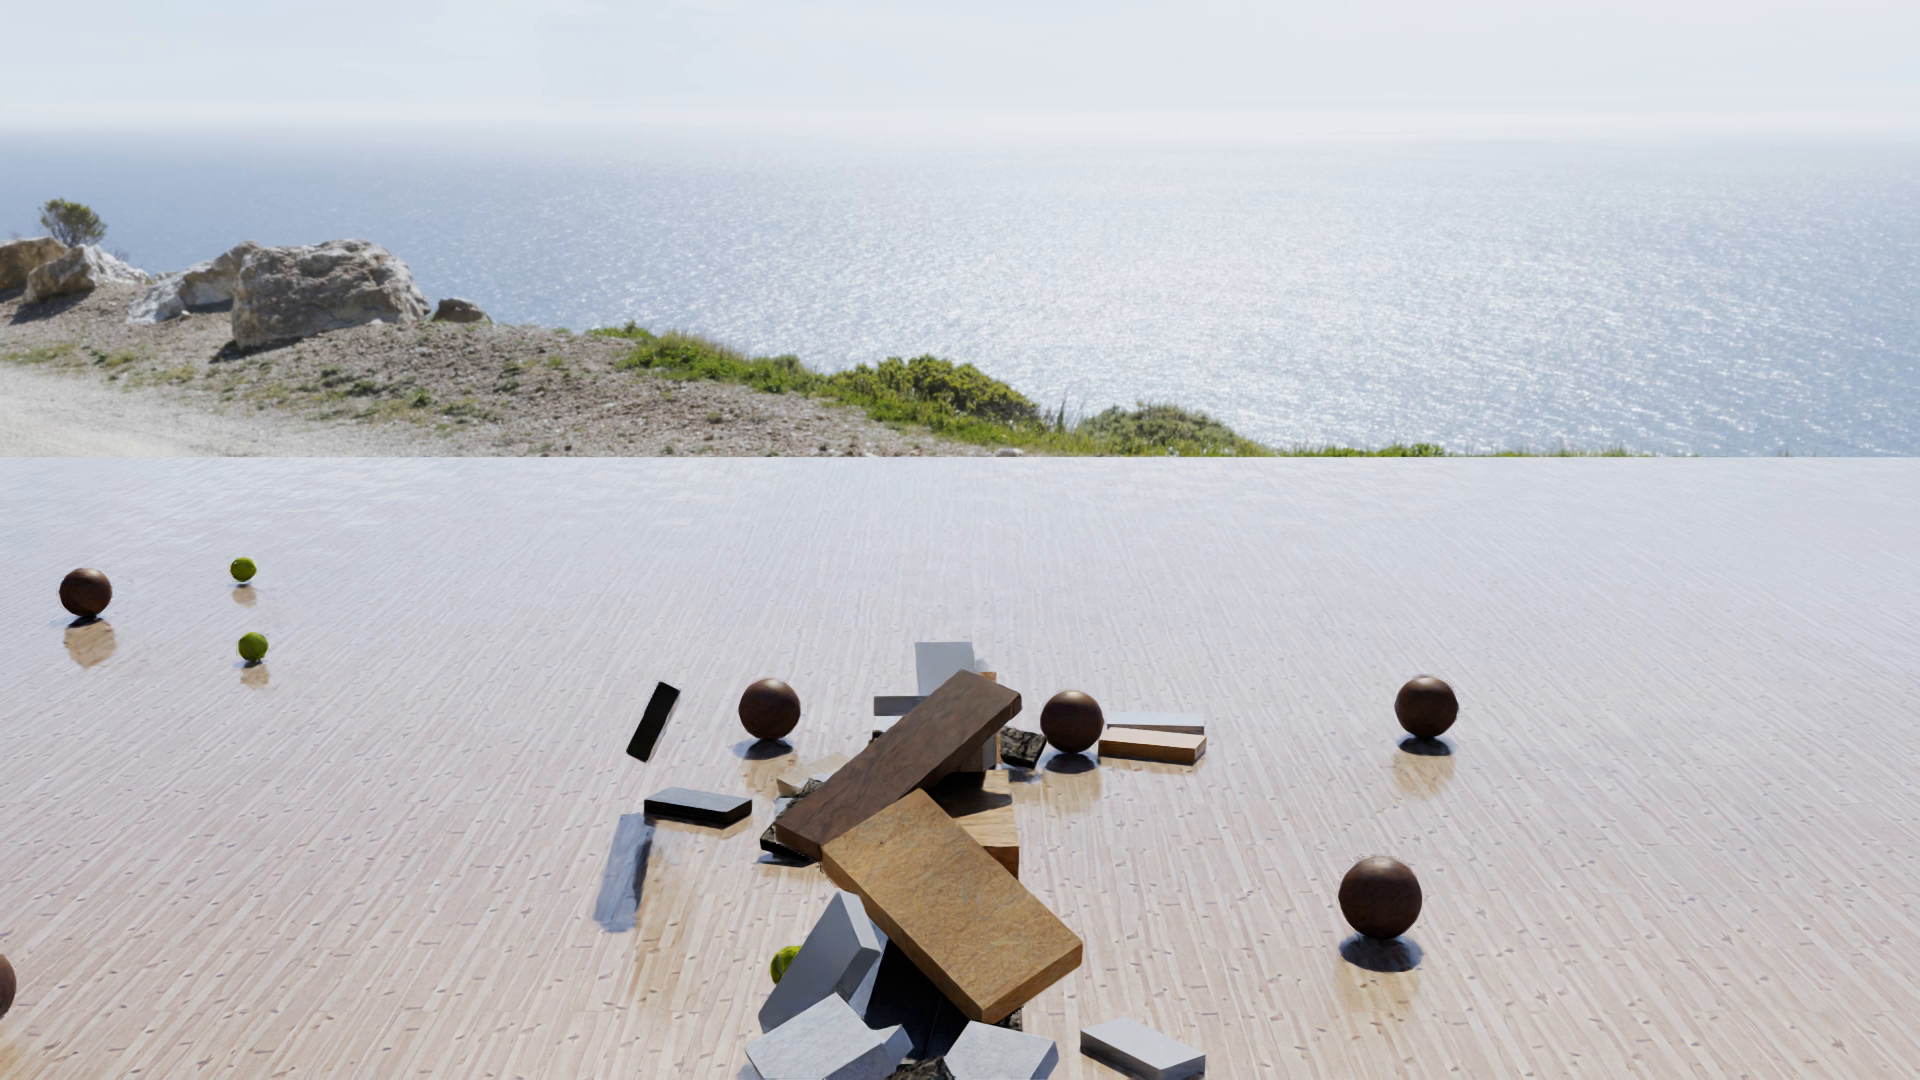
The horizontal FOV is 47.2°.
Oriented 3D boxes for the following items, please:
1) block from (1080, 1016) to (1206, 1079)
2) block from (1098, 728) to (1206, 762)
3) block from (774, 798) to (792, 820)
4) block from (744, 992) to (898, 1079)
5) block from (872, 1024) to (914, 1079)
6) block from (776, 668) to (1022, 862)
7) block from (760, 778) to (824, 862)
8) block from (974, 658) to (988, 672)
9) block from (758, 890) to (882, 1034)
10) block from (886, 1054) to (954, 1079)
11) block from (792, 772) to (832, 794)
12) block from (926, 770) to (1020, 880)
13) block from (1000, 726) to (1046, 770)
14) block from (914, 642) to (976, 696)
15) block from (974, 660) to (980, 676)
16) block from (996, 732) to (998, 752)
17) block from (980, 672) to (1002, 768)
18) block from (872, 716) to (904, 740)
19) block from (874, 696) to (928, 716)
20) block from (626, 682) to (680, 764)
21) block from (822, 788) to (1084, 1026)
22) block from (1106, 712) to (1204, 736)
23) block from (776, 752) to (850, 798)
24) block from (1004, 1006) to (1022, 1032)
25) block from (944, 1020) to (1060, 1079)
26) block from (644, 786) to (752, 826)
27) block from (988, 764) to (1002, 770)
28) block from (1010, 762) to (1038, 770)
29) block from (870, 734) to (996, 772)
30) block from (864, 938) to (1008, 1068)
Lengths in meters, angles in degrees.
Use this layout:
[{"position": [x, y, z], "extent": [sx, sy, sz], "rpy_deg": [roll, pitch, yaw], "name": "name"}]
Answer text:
[{"position": [0.250, 0.700, 3.015], "extent": [0.082, 0.023, 0.165], "rpy_deg": [-8, 13, -36], "name": "block"}, {"position": [0.394, 0.419, 4.509], "extent": [0.203, 0.029, 0.102], "rpy_deg": [4, 11, 19], "name": "block"}, {"position": [-0.211, 0.503, 3.943], "extent": [0.243, 0.026, 0.090], "rpy_deg": [-1, 36, 4], "name": "block"}, {"position": [-0.172, 0.624, 2.648], "extent": [0.135, 0.038, 0.270], "rpy_deg": [-29, 8, -13], "name": "block"}, {"position": [-0.161, 0.663, 2.625], "extent": [0.115, 0.033, 0.230], "rpy_deg": [-21, 9, 34], "name": "block"}, {"position": [-0.085, 0.335, 3.289], "extent": [0.115, 0.033, 0.446], "rpy_deg": [21, 40, 32], "name": "block"}, {"position": [-0.270, 0.496, 3.906], "extent": [0.090, 0.026, 0.181], "rpy_deg": [12, 35, 23], "name": "block"}, {"position": [-0.005, 0.342, 4.395], "extent": [0.139, 0.039, 0.278], "rpy_deg": [-1, 38, -5], "name": "block"}, {"position": [-0.191, 0.596, 2.952], "extent": [0.033, 0.230, 0.115], "rpy_deg": [21, 22, -30], "name": "block"}, {"position": [-0.102, 0.719, 2.620], "extent": [0.135, 0.038, 0.270], "rpy_deg": [-24, 11, 19], "name": "block"}, {"position": [-0.242, 0.462, 4.070], "extent": [0.067, 0.019, 0.133], "rpy_deg": [-25, 21, -37], "name": "block"}, {"position": [-0.008, 0.422, 3.287], "extent": [0.175, 0.049, 0.349], "rpy_deg": [0, 12, -2], "name": "block"}, {"position": [0.086, 0.405, 4.374], "extent": [0.156, 0.022, 0.078], "rpy_deg": [12, 39, 17], "name": "block"}, {"position": [-0.023, 0.312, 4.211], "extent": [0.114, 0.032, 0.316], "rpy_deg": [0, 39, -4], "name": "block"}, {"position": [-0.006, 0.324, 4.241], "extent": [0.078, 0.022, 0.265], "rpy_deg": [4, 39, 1], "name": "block"}, {"position": [0.001, 0.399, 3.934], "extent": [0.130, 0.037, 0.260], "rpy_deg": [1, 33, 1], "name": "block"}, {"position": [0.006, 0.365, 4.303], "extent": [0.139, 0.039, 0.278], "rpy_deg": [1, 39, -3], "name": "block"}, {"position": [-0.087, 0.381, 4.501], "extent": [0.134, 0.038, 0.268], "rpy_deg": [7, 11, 9], "name": "block"}, {"position": [-0.039, 0.273, 3.598], "extent": [0.114, 0.032, 0.228], "rpy_deg": [-2, -5, 25], "name": "block"}, {"position": [-0.549, 0.333, 3.950], "extent": [0.038, 0.134, 0.446], "rpy_deg": [25, -9, -4], "name": "block"}, {"position": [-0.014, 0.498, 3.003], "extent": [0.175, 0.049, 0.349], "rpy_deg": [-28, 50, -29], "name": "block"}, {"position": [0.414, 0.392, 4.656], "extent": [0.203, 0.029, 0.102], "rpy_deg": [1, 11, 5], "name": "block"}, {"position": [-0.223, 0.471, 4.125], "extent": [0.134, 0.038, 0.268], "rpy_deg": [-21, 19, -27], "name": "block"}, {"position": [-0.006, 0.619, 3.092], "extent": [0.179, 0.051, 0.357], "rpy_deg": [0, 28, 0], "name": "block"}, {"position": [0.013, 0.703, 2.728], "extent": [0.123, 0.035, 0.247], "rpy_deg": [6, 33, 29], "name": "block"}, {"position": [-0.489, 0.496, 4.105], "extent": [0.181, 0.026, 0.090], "rpy_deg": [5, 12, 26], "name": "block"}, {"position": [-0.006, 0.423, 3.594], "extent": [0.164, 0.046, 0.328], "rpy_deg": [0, 6, -3], "name": "block"}, {"position": [0.084, 0.423, 4.411], "extent": [0.133, 0.019, 0.067], "rpy_deg": [22, 13, 27], "name": "block"}, {"position": [-0.038, 0.345, 3.573], "extent": [0.175, 0.049, 0.426], "rpy_deg": [-1, -4, 4], "name": "block"}, {"position": [-0.023, 0.614, 2.991], "extent": [0.179, 0.051, 0.357], "rpy_deg": [4, 28, 8], "name": "block"}]
